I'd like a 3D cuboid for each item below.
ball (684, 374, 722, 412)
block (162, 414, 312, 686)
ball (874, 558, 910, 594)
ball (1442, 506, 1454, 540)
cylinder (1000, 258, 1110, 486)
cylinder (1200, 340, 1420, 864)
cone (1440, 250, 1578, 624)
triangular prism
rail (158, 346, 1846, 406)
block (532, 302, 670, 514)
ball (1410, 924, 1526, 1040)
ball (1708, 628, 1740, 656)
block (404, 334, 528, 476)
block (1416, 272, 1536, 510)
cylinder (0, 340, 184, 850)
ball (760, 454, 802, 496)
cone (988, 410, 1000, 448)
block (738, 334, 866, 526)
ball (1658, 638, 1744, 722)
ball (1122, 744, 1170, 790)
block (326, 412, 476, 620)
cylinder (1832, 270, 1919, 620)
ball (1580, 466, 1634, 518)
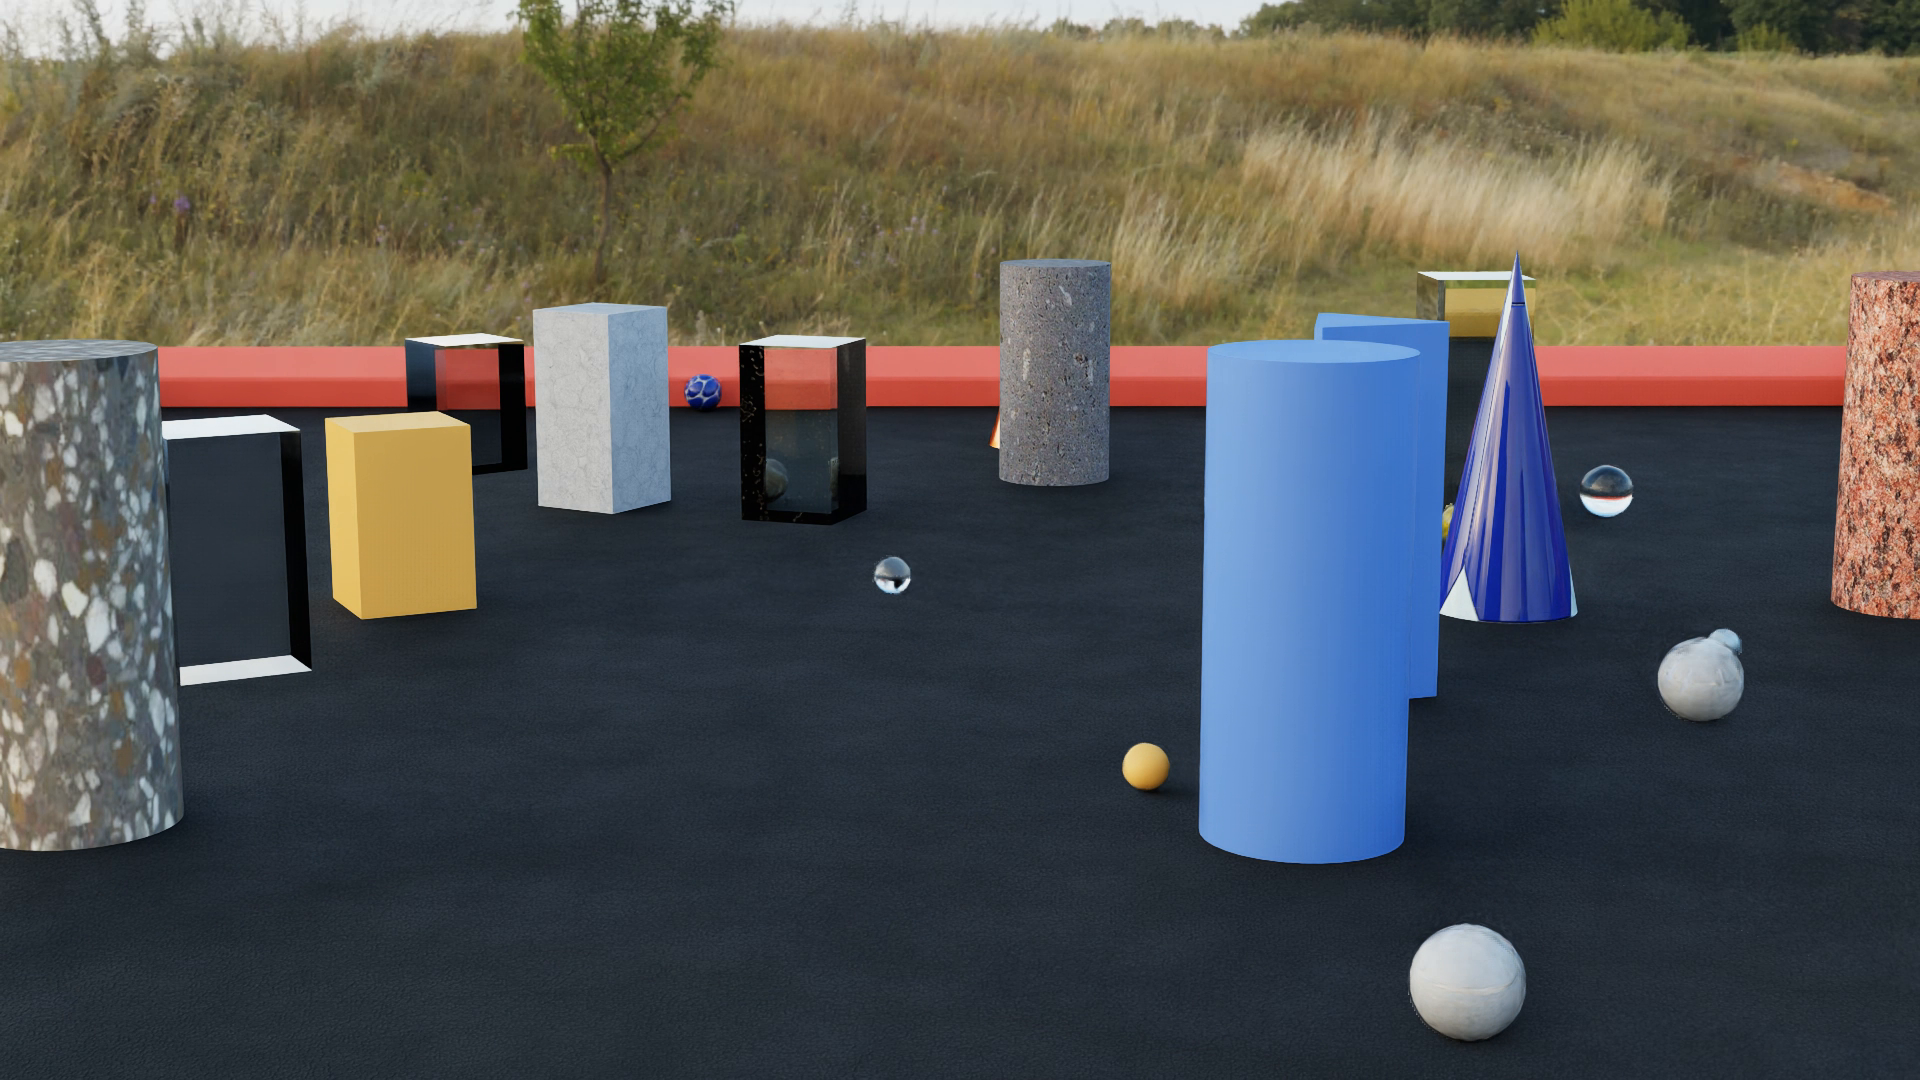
[{"bbox_3d":[-0.545,-0.313,5.453,0.079,0.079,0.079,0,11,0],"label":"ball"},{"bbox_3d":[-0.896,0.008,3.125,0.157,0.295,0.157,-6,12,-29],"label":"block"},{"bbox_3d":[-0.094,0.050,3.572,0.051,0.051,0.051,0,11,0],"label":"ball"},{"bbox_3d":[0.766,-0.023,3.927,0.065,0.065,0.065,0,11,0],"label":"ball"},{"bbox_3d":[0.168,-0.300,4.552,0.196,0.382,0.196,0,11,0],"label":"cylinder"},{"bbox_3d":[0.328,0.053,2.423,0.196,0.464,0.196,0,11,0],"label":"cylinder"},{"bbox_3d":[0.737,-0.146,3.438,0.196,0.486,0.196,0,11,0],"label":"cone"},{"bbox_3d":[0.454,-0.041,3.001,0.170,0.437,0.147,-4,11,-20],"label":"triangular prism"},{"bbox_3d":[-0.012,-0.349,5.507,3.926,0.127,0.045,0,11,0],"label":"rail"},{"bbox_3d":[-0.597,-0.223,4.287,0.157,0.327,0.157,6,12,30],"label":"block"},{"bbox_3d":[0.384,0.334,1.939,0.087,0.087,0.087,0,11,0],"label":"ball"},{"bbox_3d":[0.943,0.130,3.169,0.040,0.040,0.040,0,11,0],"label":"ball"},{"bbox_3d":[-0.898,-0.247,4.667,0.157,0.236,0.157,-8,13,-38],"label":"block"},{"bbox_3d":[0.836,-0.237,4.193,0.157,0.389,0.157,0,11,-2],"label":"block"},{"bbox_3d":[-0.859,0.047,2.461,0.196,0.461,0.196,0,11,0],"label":"cylinder"},{"bbox_3d":[-0.305,-0.112,4.392,0.071,0.071,0.071,0,11,0],"label":"ball"},{"bbox_3d":[0.152,-0.337,4.965,0.196,0.304,0.196,0,11,0],"label":"cone"},{"bbox_3d":[-0.254,-0.182,4.177,0.157,0.285,0.157,4,11,19],"label":"block"},{"bbox_3d":[0.831,0.157,2.878,0.094,0.094,0.094,0,11,0],"label":"ball"},{"bbox_3d":[0.189,0.230,2.606,0.048,0.048,0.048,0,11,0],"label":"ball"},{"bbox_3d":[-0.761,-0.037,3.492,0.157,0.251,0.157,-5,12,-27],"label":"block"},{"bbox_3d":[1.293,-0.132,3.465,0.196,0.447,0.196,0,11,0],"label":"cylinder"},{"bbox_3d":[1.053,-0.079,4.177,0.084,0.084,0.084,0,11,0],"label":"ball"}]
